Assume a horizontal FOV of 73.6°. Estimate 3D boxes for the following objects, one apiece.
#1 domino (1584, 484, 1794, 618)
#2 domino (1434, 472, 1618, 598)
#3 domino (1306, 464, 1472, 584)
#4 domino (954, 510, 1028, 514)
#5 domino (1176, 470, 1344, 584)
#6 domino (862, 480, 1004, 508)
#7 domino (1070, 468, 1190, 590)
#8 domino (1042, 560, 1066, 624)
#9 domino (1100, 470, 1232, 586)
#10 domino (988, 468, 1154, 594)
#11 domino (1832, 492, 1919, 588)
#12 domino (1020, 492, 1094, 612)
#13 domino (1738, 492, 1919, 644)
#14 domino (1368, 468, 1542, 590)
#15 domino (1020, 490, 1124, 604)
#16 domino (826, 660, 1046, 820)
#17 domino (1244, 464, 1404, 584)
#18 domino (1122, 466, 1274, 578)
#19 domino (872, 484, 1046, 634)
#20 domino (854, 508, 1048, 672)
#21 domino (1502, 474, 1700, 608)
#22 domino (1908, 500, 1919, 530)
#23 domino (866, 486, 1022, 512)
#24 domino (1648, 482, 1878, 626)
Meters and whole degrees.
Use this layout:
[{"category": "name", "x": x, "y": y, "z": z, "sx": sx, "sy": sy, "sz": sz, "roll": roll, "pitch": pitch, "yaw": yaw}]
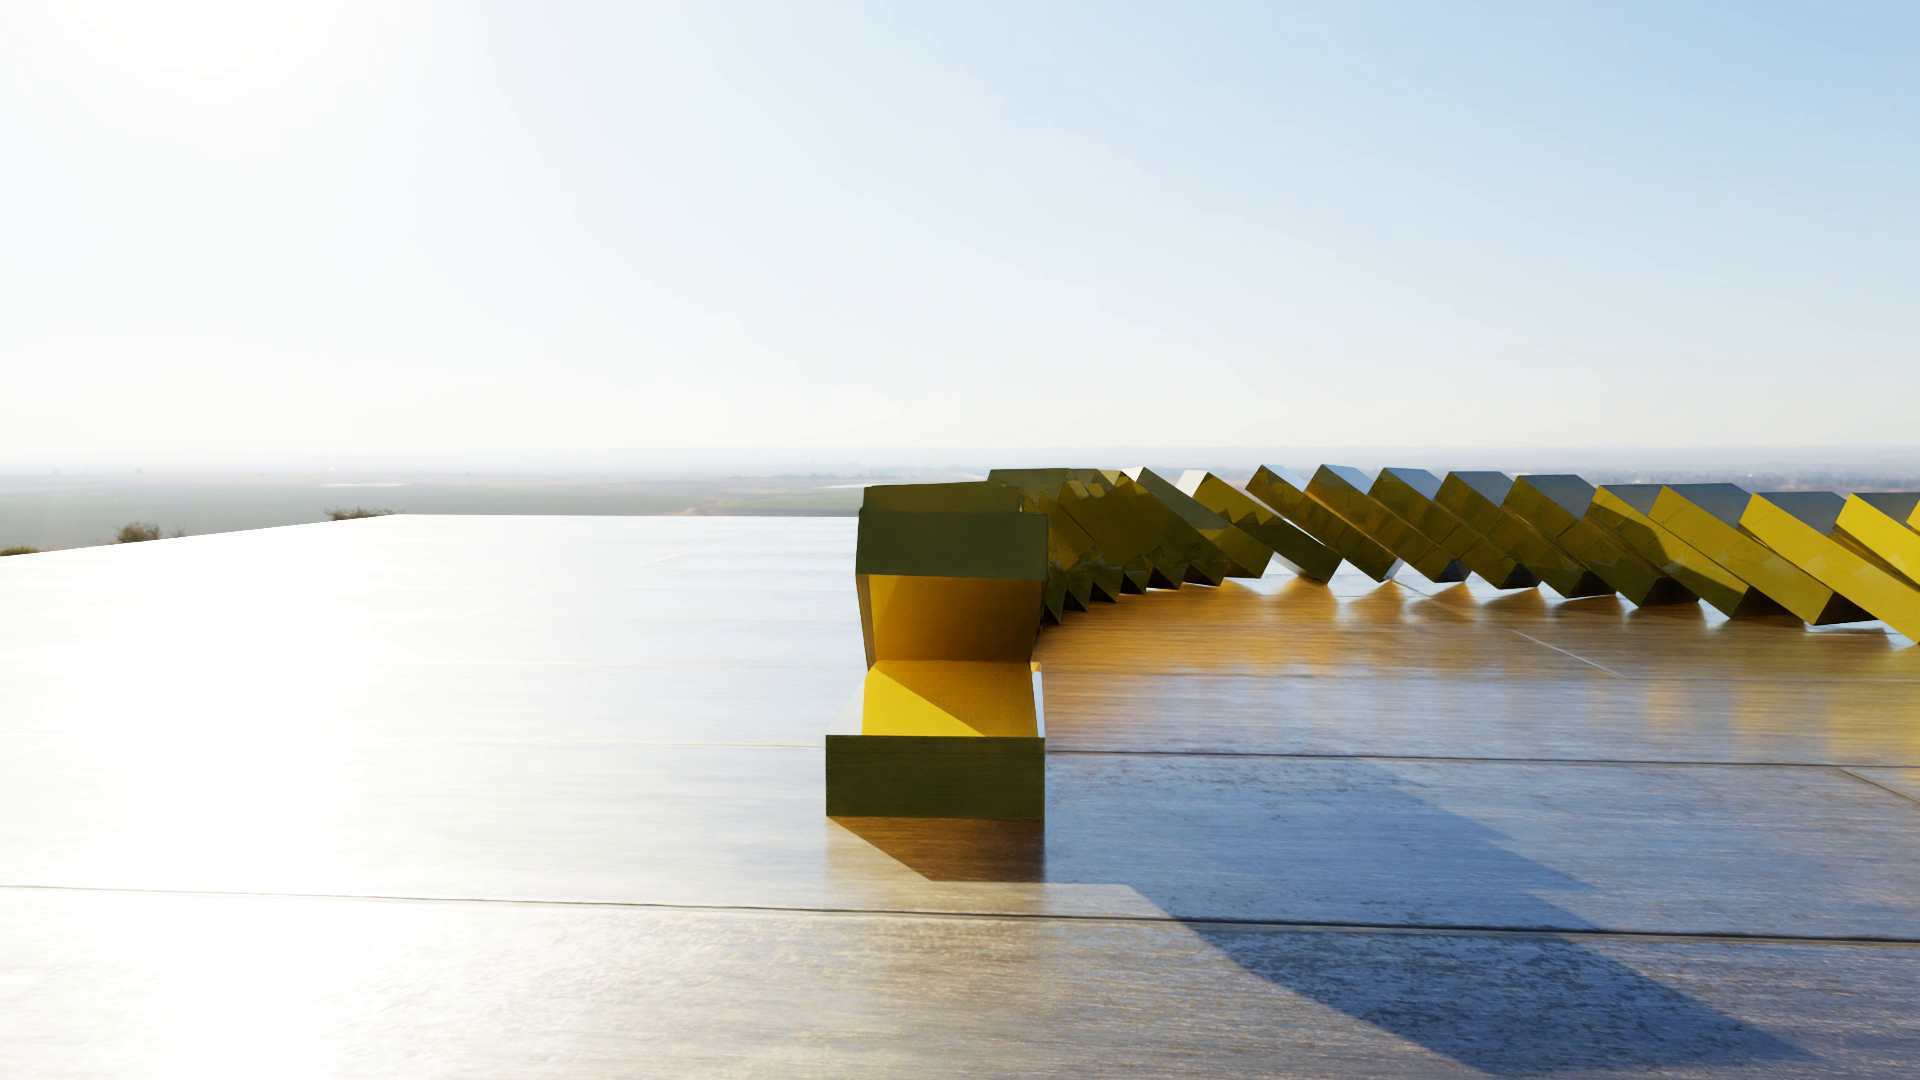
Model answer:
[{"category": "domino", "x": 0.192, "y": 0.002, "z": 0.334, "sx": 0.025, "sy": 0.009, "sz": 0.050, "roll": -2, "pitch": 32, "yaw": -21}, {"category": "domino", "x": 0.165, "y": -0.002, "z": 0.371, "sx": 0.025, "sy": 0.010, "sz": 0.050, "roll": -2, "pitch": 36, "yaw": -34}, {"category": "domino", "x": 0.134, "y": -0.005, "z": 0.398, "sx": 0.025, "sy": 0.009, "sz": 0.050, "roll": 0, "pitch": 35, "yaw": -49}, {"category": "domino", "x": -0.001, "y": 0.010, "z": 0.212, "sx": 0.025, "sy": 0.010, "sz": 0.050, "roll": 0, "pitch": -25, "yaw": 3}, {"category": "domino", "x": 0.092, "y": -0.004, "z": 0.398, "sx": 0.050, "sy": 0.009, "sz": 0.025, "roll": 31, "pitch": 1, "yaw": -6}, {"category": "domino", "x": -0.001, "y": 0.006, "z": 0.247, "sx": 0.025, "sy": 0.009, "sz": 0.050, "roll": -2, "pitch": -29, "yaw": 8}, {"category": "domino", "x": 0.041, "y": -0.003, "z": 0.364, "sx": 0.025, "sy": 0.009, "sz": 0.050, "roll": 3, "pitch": -29, "yaw": 45}, {"category": "domino", "x": 0.005, "y": 0.004, "z": 0.289, "sx": 0.025, "sy": 0.009, "sz": 0.050, "roll": 2, "pitch": -26, "yaw": 23}, {"category": "domino", "x": 0.054, "y": -0.003, "z": 0.380, "sx": 0.050, "sy": 0.010, "sz": 0.025, "roll": 35, "pitch": -15, "yaw": -28}, {"category": "domino", "x": 0.030, "y": -0.002, "z": 0.349, "sx": 0.025, "sy": 0.010, "sz": 0.050, "roll": 1, "pitch": -30, "yaw": 39}, {"category": "domino", "x": 0.218, "y": 0.006, "z": 0.274, "sx": 0.025, "sy": 0.010, "sz": 0.050, "roll": -1, "pitch": 32, "yaw": -12}, {"category": "domino", "x": 0.012, "y": 0.003, "z": 0.311, "sx": 0.025, "sy": 0.010, "sz": 0.050, "roll": 2, "pitch": -23, "yaw": 26}, {"category": "domino", "x": 0.209, "y": 0.005, "z": 0.295, "sx": 0.025, "sy": 0.009, "sz": 0.050, "roll": -1, "pitch": 31, "yaw": -18}, {"category": "domino", "x": 0.150, "y": -0.004, "z": 0.386, "sx": 0.025, "sy": 0.009, "sz": 0.050, "roll": -1, "pitch": 35, "yaw": -42}, {"category": "domino", "x": 0.020, "y": 0.002, "z": 0.332, "sx": 0.025, "sy": 0.009, "sz": 0.050, "roll": 3, "pitch": -22, "yaw": 34}, {"category": "domino", "x": -0.002, "y": 0.025, "z": 0.171, "sx": 0.025, "sy": 0.010, "sz": 0.050, "roll": 0, "pitch": 4, "yaw": 3}, {"category": "domino", "x": 0.116, "y": -0.006, "z": 0.404, "sx": 0.050, "sy": 0.010, "sz": 0.025, "roll": 39, "pitch": 19, "yaw": 21}, {"category": "domino", "x": 0.068, "y": -0.005, "z": 0.393, "sx": 0.050, "sy": 0.009, "sz": 0.025, "roll": 31, "pitch": -9, "yaw": -15}, {"category": "domino", "x": 0.000, "y": 0.005, "z": 0.268, "sx": 0.025, "sy": 0.010, "sz": 0.050, "roll": 0, "pitch": -28, "yaw": 16}, {"category": "domino", "x": -0.002, "y": 0.011, "z": 0.190, "sx": 0.025, "sy": 0.009, "sz": 0.050, "roll": 2, "pitch": -25, "yaw": -1}, {"category": "domino", "x": 0.179, "y": -0.001, "z": 0.355, "sx": 0.025, "sy": 0.010, "sz": 0.050, "roll": -2, "pitch": 35, "yaw": -28}, {"category": "domino", "x": 0.222, "y": 0.006, "z": 0.257, "sx": 0.025, "sy": 0.010, "sz": 0.050, "roll": -1, "pitch": 33, "yaw": -13}, {"category": "domino", "x": -0.001, "y": 0.007, "z": 0.230, "sx": 0.025, "sy": 0.010, "sz": 0.050, "roll": 0, "pitch": -28, "yaw": 4}, {"category": "domino", "x": 0.200, "y": 0.002, "z": 0.317, "sx": 0.025, "sy": 0.010, "sz": 0.050, "roll": -2, "pitch": 32, "yaw": -22}]
